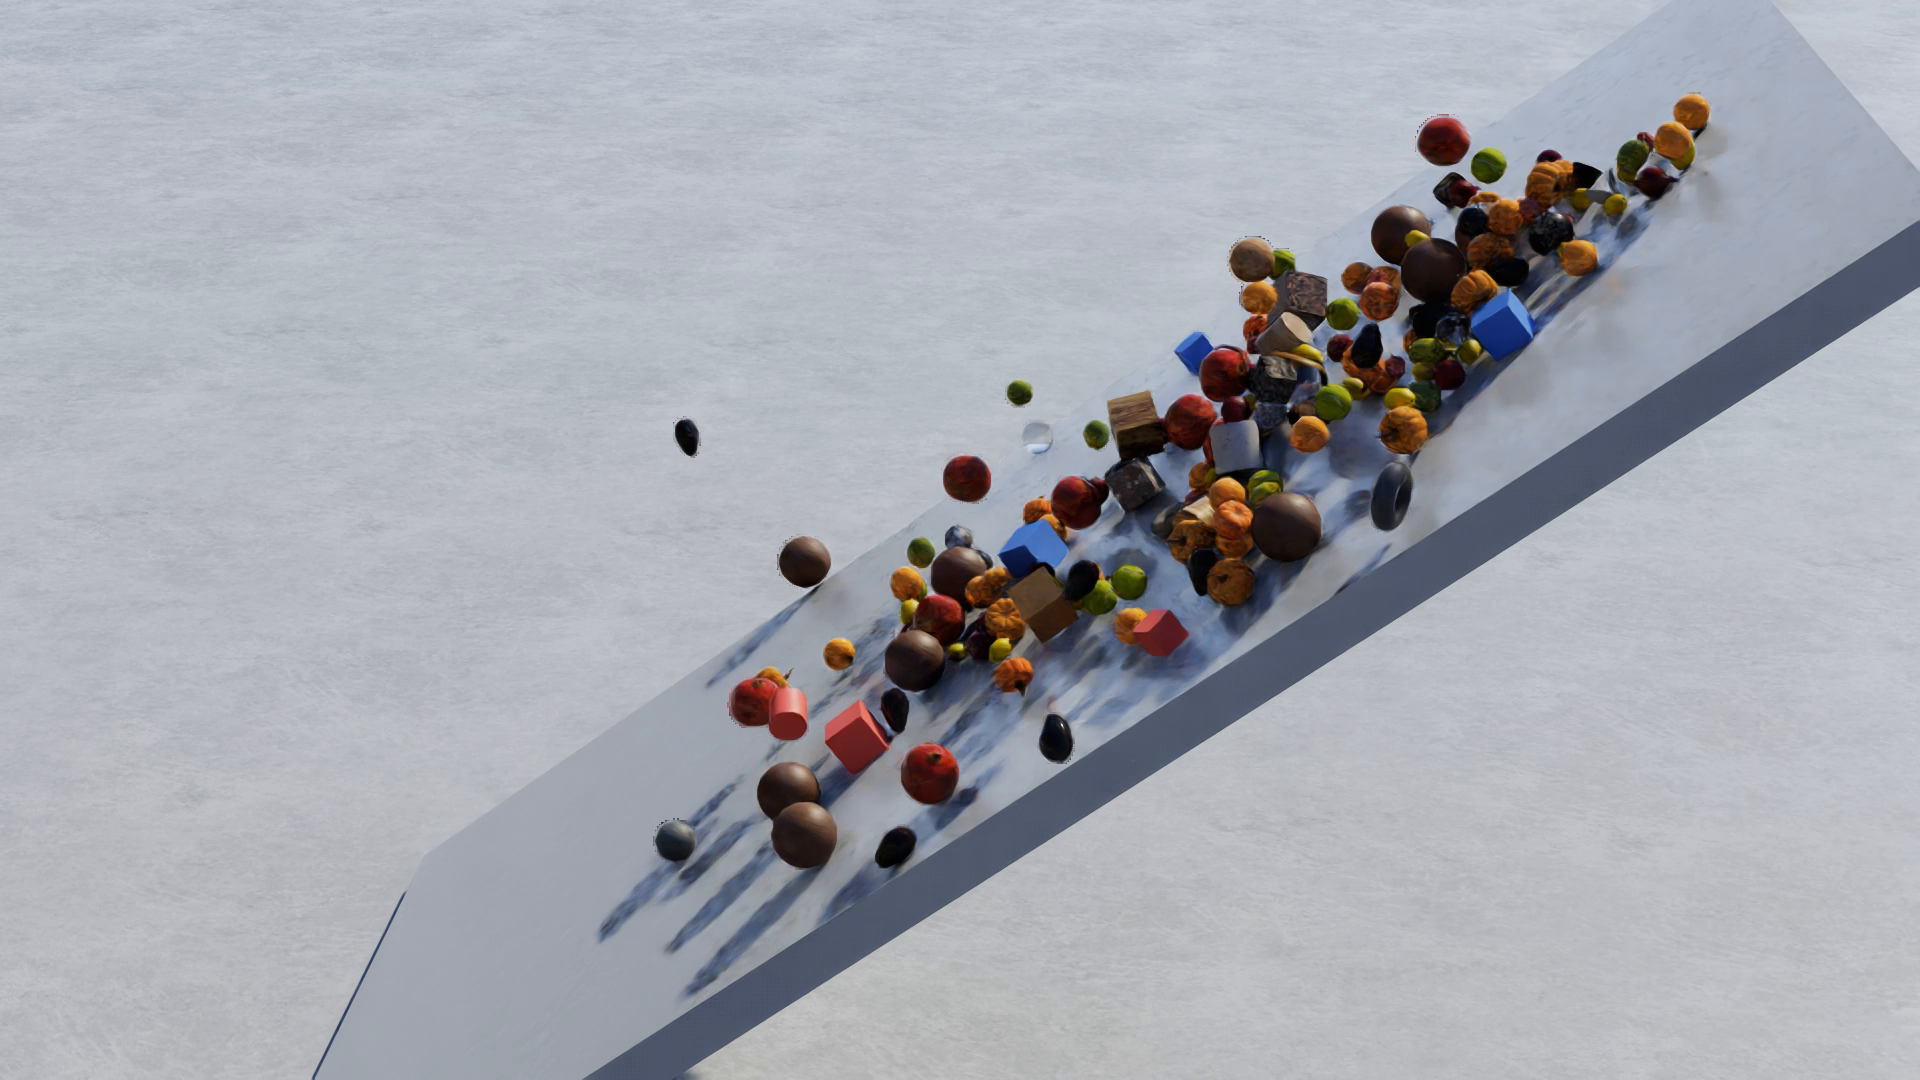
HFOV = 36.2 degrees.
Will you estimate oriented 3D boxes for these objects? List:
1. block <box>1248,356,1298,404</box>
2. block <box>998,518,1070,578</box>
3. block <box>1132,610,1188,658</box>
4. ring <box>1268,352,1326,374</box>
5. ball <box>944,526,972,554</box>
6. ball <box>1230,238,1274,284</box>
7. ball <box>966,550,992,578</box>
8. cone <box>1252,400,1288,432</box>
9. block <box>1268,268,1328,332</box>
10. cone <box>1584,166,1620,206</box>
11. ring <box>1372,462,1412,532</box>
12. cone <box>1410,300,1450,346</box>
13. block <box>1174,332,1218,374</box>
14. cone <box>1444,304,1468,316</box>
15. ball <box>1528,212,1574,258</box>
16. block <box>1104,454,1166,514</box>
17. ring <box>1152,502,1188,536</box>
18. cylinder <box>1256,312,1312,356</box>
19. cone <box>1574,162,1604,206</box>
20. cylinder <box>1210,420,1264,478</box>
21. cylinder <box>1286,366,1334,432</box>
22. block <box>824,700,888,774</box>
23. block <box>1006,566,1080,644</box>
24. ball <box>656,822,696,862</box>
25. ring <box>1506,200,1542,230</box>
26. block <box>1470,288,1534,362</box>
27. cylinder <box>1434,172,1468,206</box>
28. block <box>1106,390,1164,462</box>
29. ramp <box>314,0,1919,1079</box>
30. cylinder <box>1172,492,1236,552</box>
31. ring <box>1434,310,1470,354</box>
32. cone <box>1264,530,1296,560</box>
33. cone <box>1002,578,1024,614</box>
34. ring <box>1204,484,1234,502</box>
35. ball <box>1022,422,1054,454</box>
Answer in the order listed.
[{"bbox_3d":[0.573,-0.293,5.377,0.060,0.060,0.060,5,43,-21],"label":"block"},{"bbox_3d":[0.158,0.027,6.324,0.091,0.091,0.091,-21,23,47],"label":"block"},{"bbox_3d":[0.373,0.173,5.479,0.062,0.062,0.062,-44,16,-19],"label":"block"},{"bbox_3d":[0.680,-0.349,5.971,0.130,0.043,0.130,18,0,0],"label":"ring"},{"bbox_3d":[-0.003,-0.001,6.816,0.067,0.067,0.067,0,23,0],"label":"ball"},{"bbox_3d":[0.574,-0.549,5.778,0.088,0.088,0.088,0,23,0],"label":"ball"},{"bbox_3d":[0.043,0.054,6.567,0.060,0.060,0.060,0,23,0],"label":"ball"},{"bbox_3d":[0.617,-0.244,6.033,0.088,0.088,0.088,-45,40,-16],"label":"cone"},{"bbox_3d":[0.717,-0.504,6.249,0.094,0.094,0.094,11,64,-16],"label":"block"},{"bbox_3d":[1.282,-0.711,5.826,0.072,0.072,0.072,16,-13,4],"label":"cone"},{"bbox_3d":[0.758,-0.076,5.163,0.042,0.126,0.126,14,26,25],"label":"ring"},{"bbox_3d":[0.902,-0.428,5.752,0.086,0.086,0.086,-9,12,-21],"label":"cone"},{"bbox_3d":[0.545,-0.432,6.790,0.064,0.064,0.064,-41,16,-7],"label":"block"},{"bbox_3d":[0.988,-0.447,5.882,0.077,0.077,0.077,-17,28,-31],"label":"cone"},{"bbox_3d":[1.168,-0.604,5.814,0.090,0.090,0.090,0,23,0],"label":"ball"},{"bbox_3d":[0.371,-0.120,6.231,0.084,0.084,0.084,-33,1,18],"label":"block"},{"bbox_3d":[0.432,-0.042,6.011,0.093,0.031,0.093,-34,16,12],"label":"ring"},{"bbox_3d":[0.679,-0.419,6.166,0.085,0.085,0.085,30,33,-22],"label":"cylinder"},{"bbox_3d":[1.271,-0.717,5.991,0.083,0.083,0.083,23,6,-3],"label":"cone"},{"bbox_3d":[0.552,-0.180,5.864,0.097,0.097,0.097,-9,-8,-1],"label":"cylinder"},{"bbox_3d":[0.696,-0.281,5.876,0.092,0.092,0.092,-1,42,-1],"label":"cylinder"},{"bbox_3d":[-0.215,0.409,6.092,0.094,0.094,0.094,-37,16,8],"label":"block"},{"bbox_3d":[0.167,0.130,5.934,0.092,0.092,0.092,-35,49,2],"label":"block"},{"bbox_3d":[-0.612,0.648,6.331,0.086,0.086,0.086,0,23,0],"label":"ball"},{"bbox_3d":[1.172,-0.677,6.122,0.083,0.028,0.083,-36,11,8],"label":"ring"},{"bbox_3d":[1.030,-0.408,5.580,0.084,0.084,0.084,-33,17,26],"label":"block"},{"bbox_3d":[1.092,-0.781,6.547,0.055,0.055,0.055,-43,38,-14],"label":"cylinder"},{"bbox_3d":[0.374,-0.242,6.263,0.095,0.095,0.095,-14,48,-1],"label":"block"},{"bbox_3d":[0.129,0.179,6.322,4.000,0.100,2.000,-34,16,16],"label":"ramp"},{"bbox_3d":[0.477,-0.034,5.740,0.088,0.088,0.088,21,39,41],"label":"cylinder"},{"bbox_3d":[0.953,-0.402,5.701,0.087,0.087,0.029,-17,26,-35],"label":"ring"},{"bbox_3d":[0.602,0.005,5.502,0.057,0.057,0.057,-9,22,6],"label":"cone"},{"bbox_3d":[0.122,0.133,6.209,0.083,0.083,0.083,4,65,-9],"label":"cone"},{"bbox_3d":[0.515,-0.080,5.932,0.087,0.029,0.087,-36,16,12],"label":"ring"},{"bbox_3d":[0.187,-0.246,7.053,0.078,0.078,0.078,0,23,0],"label":"ball"}]
